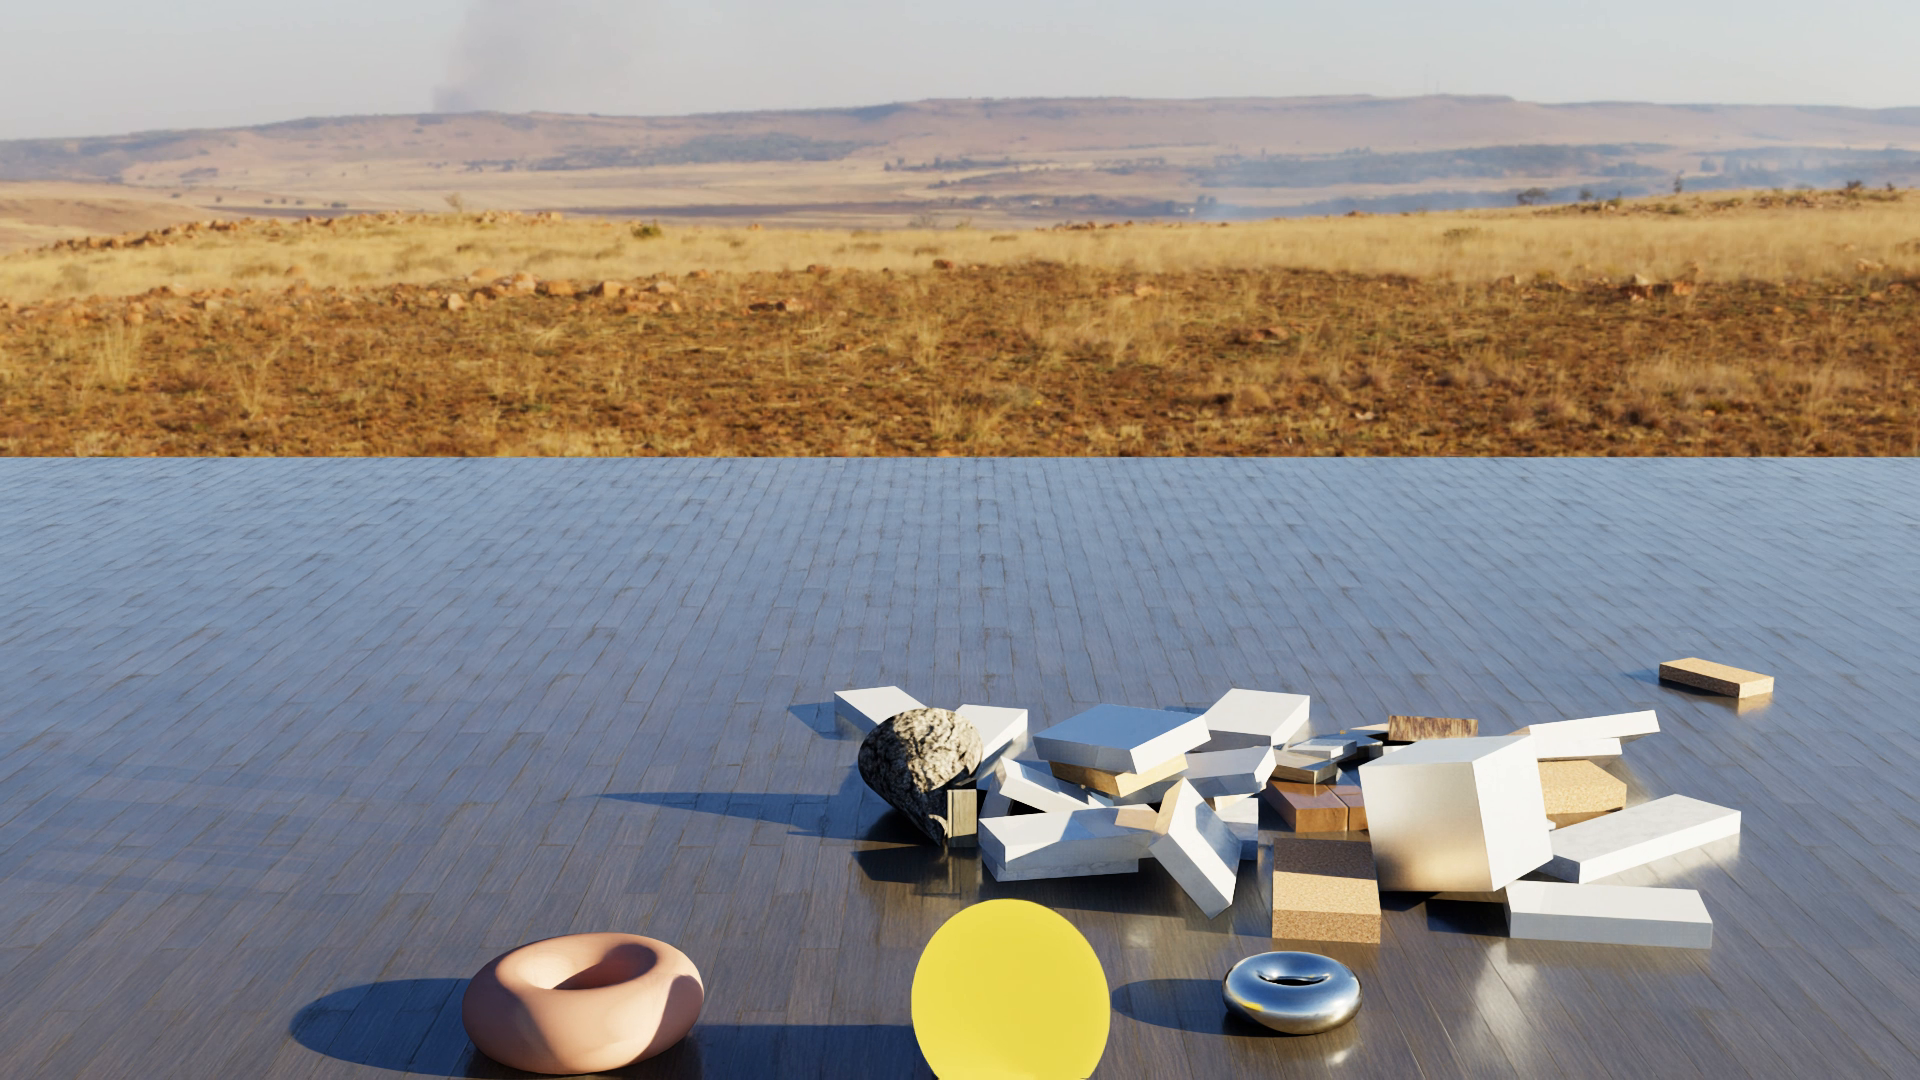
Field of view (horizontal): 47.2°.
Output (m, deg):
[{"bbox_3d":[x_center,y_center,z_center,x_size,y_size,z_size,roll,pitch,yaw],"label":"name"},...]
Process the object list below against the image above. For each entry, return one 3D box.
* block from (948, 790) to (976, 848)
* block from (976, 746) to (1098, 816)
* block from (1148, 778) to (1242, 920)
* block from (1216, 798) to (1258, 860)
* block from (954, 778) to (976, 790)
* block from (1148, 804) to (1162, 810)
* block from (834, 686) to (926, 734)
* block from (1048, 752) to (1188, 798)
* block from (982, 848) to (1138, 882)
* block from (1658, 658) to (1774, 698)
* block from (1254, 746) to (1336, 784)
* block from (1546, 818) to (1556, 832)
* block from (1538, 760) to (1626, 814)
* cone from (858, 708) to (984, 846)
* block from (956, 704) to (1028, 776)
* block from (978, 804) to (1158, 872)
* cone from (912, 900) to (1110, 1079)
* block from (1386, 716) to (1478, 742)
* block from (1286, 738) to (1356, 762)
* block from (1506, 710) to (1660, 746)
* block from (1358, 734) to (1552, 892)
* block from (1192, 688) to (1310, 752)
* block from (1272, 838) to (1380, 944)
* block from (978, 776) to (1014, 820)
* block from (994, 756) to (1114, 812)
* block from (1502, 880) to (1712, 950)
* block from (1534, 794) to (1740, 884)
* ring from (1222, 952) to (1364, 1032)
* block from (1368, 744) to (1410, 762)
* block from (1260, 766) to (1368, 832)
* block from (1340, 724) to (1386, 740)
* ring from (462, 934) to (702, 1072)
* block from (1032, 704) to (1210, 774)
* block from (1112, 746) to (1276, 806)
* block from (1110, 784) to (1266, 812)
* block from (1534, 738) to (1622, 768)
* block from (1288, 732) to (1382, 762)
[{"bbox_3d":[0.003,0.495,3.905,0.051,0.102,0.014,-1,11,-3],"label":"block"},{"bbox_3d":[0.200,0.449,4.293,0.172,0.049,0.511,5,12,24],"label":"block"},{"bbox_3d":[0.397,0.513,3.687,0.044,0.155,0.310,-41,1,15],"label":"block"},{"bbox_3d":[0.474,0.517,3.964,0.124,0.035,0.248,1,11,7],"label":"block"},{"bbox_3d":[0.010,0.484,3.961,0.014,0.102,0.051,7,13,33],"label":"block"},{"bbox_3d":[0.397,0.488,4.152,0.115,0.016,0.058,-8,6,-35],"label":"block"},{"bbox_3d":[-0.157,0.373,4.727,0.142,0.040,0.284,-4,11,-21],"label":"block"},{"bbox_3d":[0.288,0.410,4.064,0.142,0.040,0.284,-21,10,-21],"label":"block"},{"bbox_3d":[0.172,0.546,3.809,0.248,0.035,0.124,-2,11,-11],"label":"block"},{"bbox_3d":[1.738,0.315,5.059,0.114,0.032,0.228,-6,12,-31],"label":"block"},{"bbox_3d":[0.623,0.431,4.217,0.176,0.025,0.088,8,13,37],"label":"block"},{"bbox_3d":[0.940,0.520,3.958,0.228,0.032,0.114,-4,11,-19],"label":"block"},{"bbox_3d":[1.063,0.471,4.174,0.344,0.049,0.172,-2,11,-9],"label":"block"},{"bbox_3d":[-0.054,0.473,4.005,0.237,0.237,0.237,-2,37,-10],"label":"cone"},{"bbox_3d":[0.015,0.411,4.520,0.142,0.040,0.395,3,11,17],"label":"block"},{"bbox_3d":[0.203,0.511,3.784,0.310,0.044,0.155,-3,11,-16],"label":"block"},{"bbox_3d":[0.021,0.650,3.004,0.279,0.279,0.279,-4,-15,-22],"label":"cone"},{"bbox_3d":[0.944,0.382,4.415,0.167,0.047,0.334,2,-5,10],"label":"block"},{"bbox_3d":[0.713,0.415,4.324,0.088,0.025,0.176,0,2,26],"label":"block"},{"bbox_3d":[1.230,0.396,4.414,0.304,0.043,0.152,-4,-17,-22],"label":"block"},{"bbox_3d":[0.831,0.457,3.686,0.213,0.213,0.213,-8,3,42],"label":"block"},{"bbox_3d":[0.613,0.385,4.640,0.172,0.049,0.344,4,11,21],"label":"block"},{"bbox_3d":[0.601,0.574,3.628,0.167,0.047,0.362,2,11,8],"label":"block"},{"bbox_3d":[0.073,0.478,4.050,0.051,0.014,0.102,5,56,24],"label":"block"},{"bbox_3d":[0.186,0.468,3.969,0.248,0.035,0.124,22,8,-8],"label":"block"},{"bbox_3d":[1.030,0.597,3.513,0.304,0.043,0.152,2,11,9],"label":"block"},{"bbox_3d":[1.188,0.527,3.902,0.465,0.039,0.137,-8,13,-37],"label":"block"},{"bbox_3d":[0.478,0.650,3.164,0.203,0.068,0.203,-1,10,0],"label":"ring"},{"bbox_3d":[0.880,0.416,4.239,0.152,0.043,0.304,-3,-5,5],"label":"block"},{"bbox_3d":[0.666,0.479,4.145,0.155,0.044,0.310,-1,11,-7],"label":"block"},{"bbox_3d":[0.862,0.407,4.612,0.115,0.016,0.058,-5,12,-27],"label":"block"},{"bbox_3d":[-0.527,0.644,3.076,0.334,0.111,0.334,-1,10,0],"label":"ring"},{"bbox_3d":[0.293,0.364,4.049,0.167,0.047,0.334,-22,10,-28],"label":"block"},{"bbox_3d":[0.425,0.430,4.004,0.274,0.039,0.137,-8,12,23],"label":"block"},{"bbox_3d":[0.421,0.454,4.109,0.137,0.039,0.274,-18,12,-39],"label":"block"},{"bbox_3d":[1.163,0.426,4.306,0.228,0.032,0.114,-2,-23,-9],"label":"block"},{"bbox_3d":[0.765,0.426,4.483,0.176,0.025,0.088,-7,13,-33],"label":"block"}]
